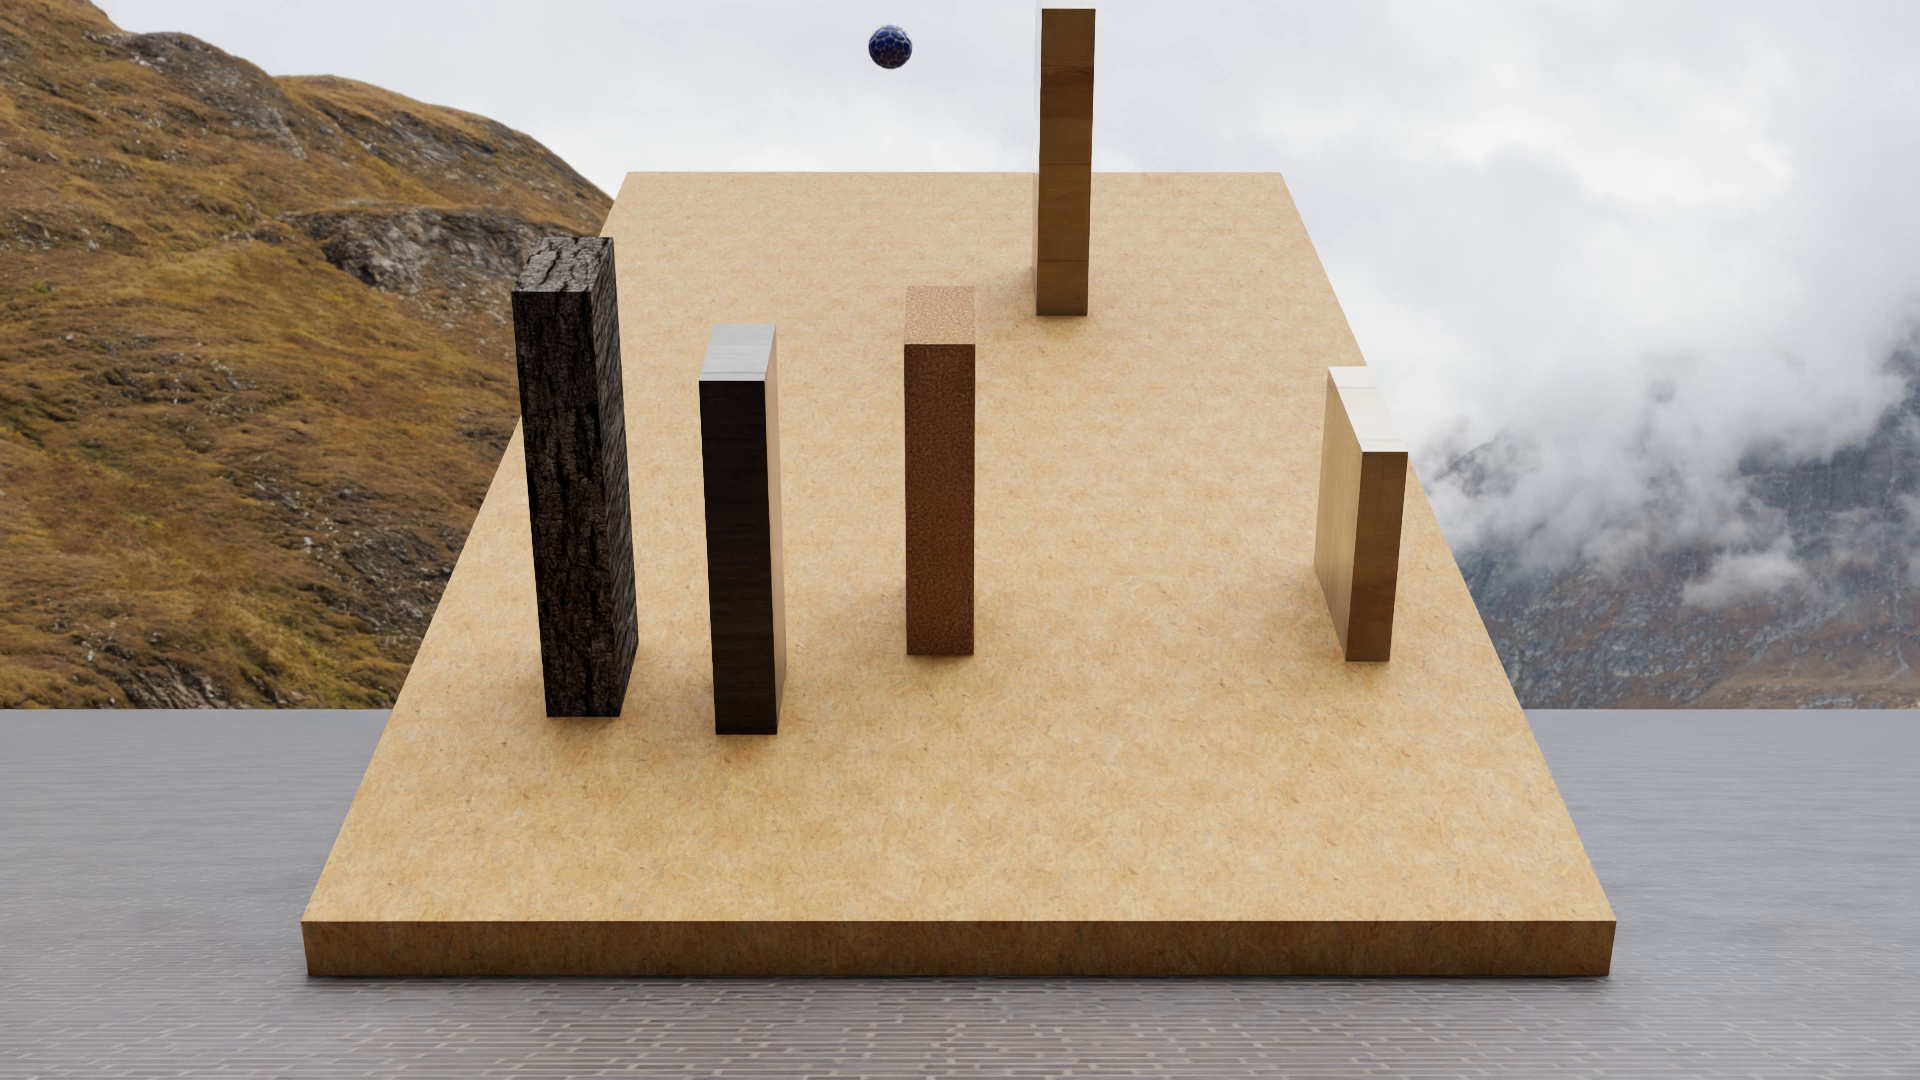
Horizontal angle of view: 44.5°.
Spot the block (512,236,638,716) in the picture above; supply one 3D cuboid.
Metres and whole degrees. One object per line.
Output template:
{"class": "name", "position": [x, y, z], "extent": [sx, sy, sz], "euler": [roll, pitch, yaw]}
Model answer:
{"class": "block", "position": [-0.663, -0.106, 4.088], "extent": [0.128, 0.788, 0.285], "euler": [0, 25, 0]}

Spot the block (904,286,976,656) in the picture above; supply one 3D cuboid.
{"class": "block", "position": [-0.037, -0.130, 4.348], "extent": [0.125, 0.612, 0.309], "euler": [0, 25, 0]}

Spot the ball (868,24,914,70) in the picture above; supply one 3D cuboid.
{"class": "ball", "position": [-0.209, -1.483, 7.048], "extent": [0.135, 0.135, 0.135], "euler": [0, -4, 0]}

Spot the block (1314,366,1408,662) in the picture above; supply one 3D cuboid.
{"class": "block", "position": [0.750, -0.055, 4.419], "extent": [0.081, 0.420, 0.416], "euler": [0, 25, 0]}

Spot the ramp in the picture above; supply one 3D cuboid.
{"class": "ramp", "position": [-0.009, -0.229, 5.394], "extent": [2.000, 0.100, 4.000], "euler": [0, 25, 0]}

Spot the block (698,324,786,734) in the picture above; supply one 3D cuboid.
{"class": "block", "position": [-0.371, -0.017, 4.053], "extent": [0.106, 0.659, 0.269], "euler": [0, 25, 0]}

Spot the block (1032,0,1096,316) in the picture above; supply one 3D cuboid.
{"class": "block", "position": [0.261, -1.015, 6.021], "extent": [0.131, 0.787, 0.394], "euler": [0, 25, 0]}
